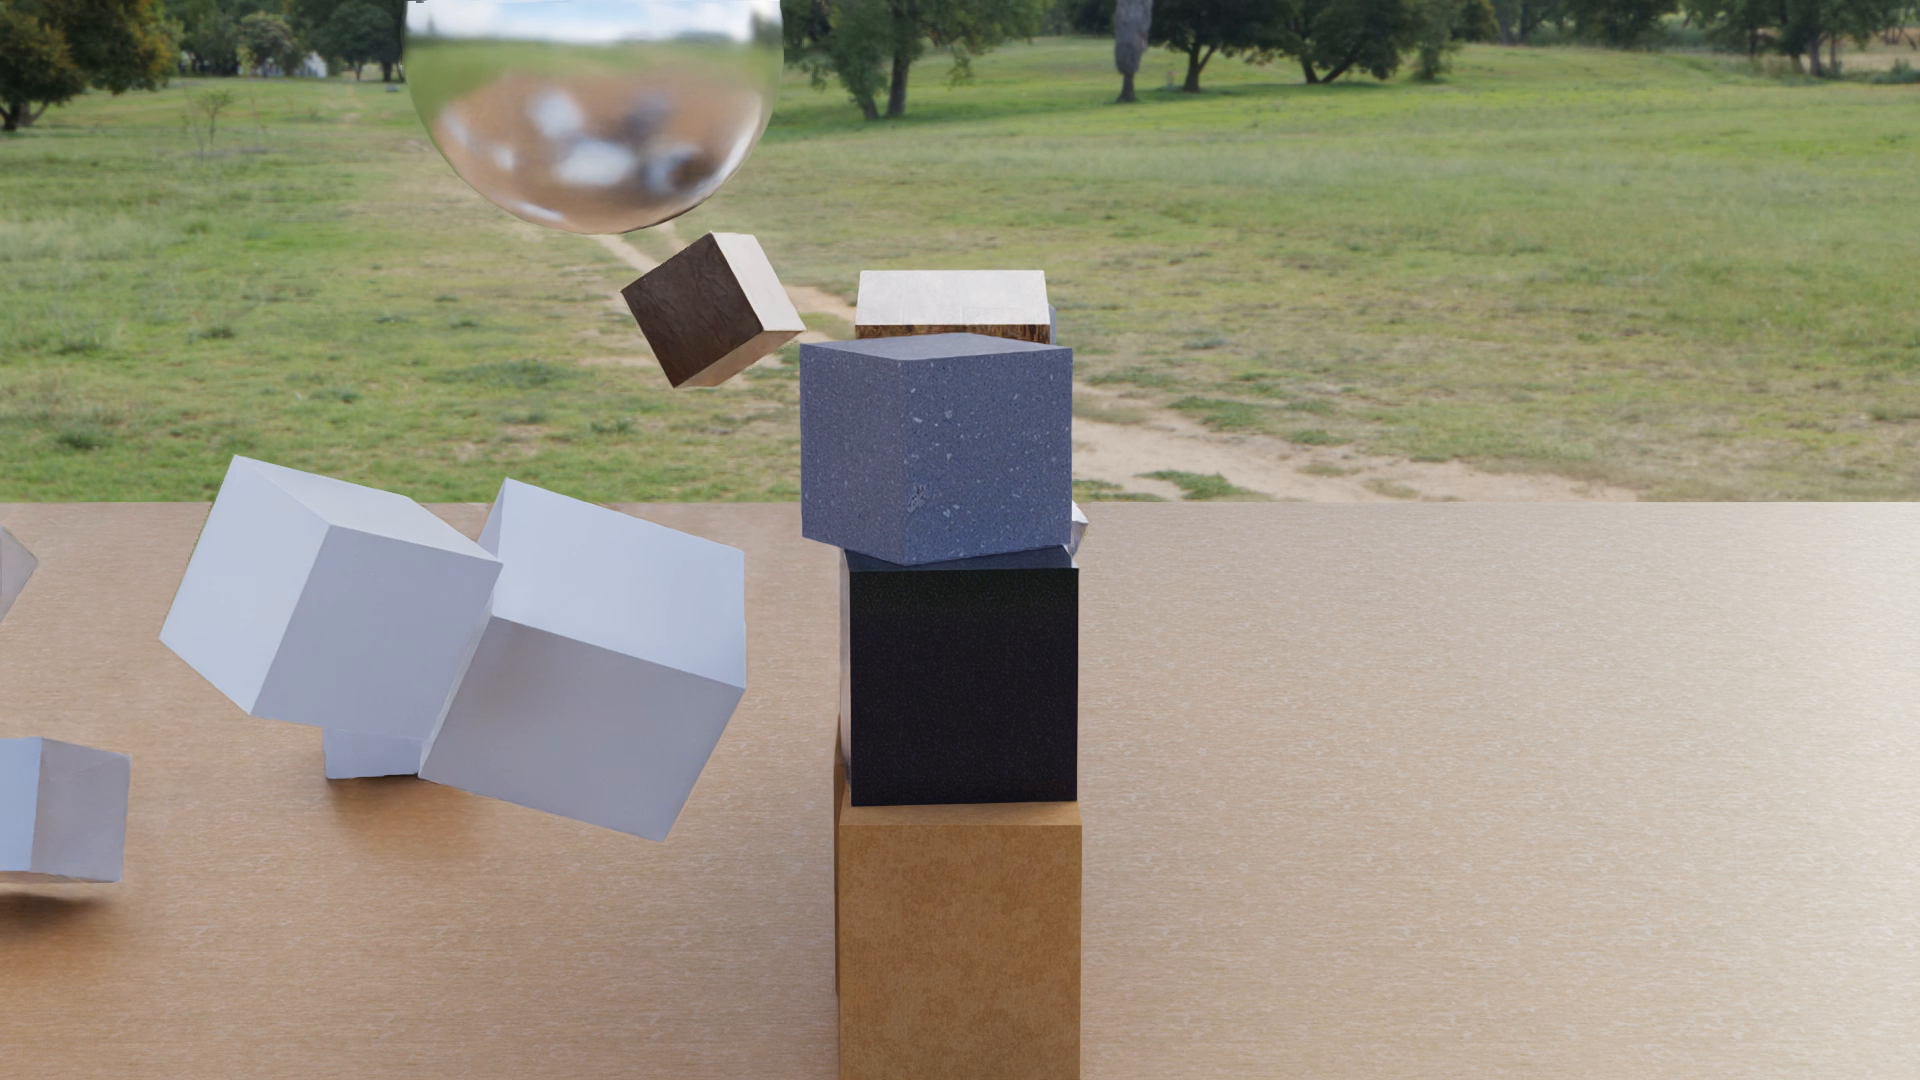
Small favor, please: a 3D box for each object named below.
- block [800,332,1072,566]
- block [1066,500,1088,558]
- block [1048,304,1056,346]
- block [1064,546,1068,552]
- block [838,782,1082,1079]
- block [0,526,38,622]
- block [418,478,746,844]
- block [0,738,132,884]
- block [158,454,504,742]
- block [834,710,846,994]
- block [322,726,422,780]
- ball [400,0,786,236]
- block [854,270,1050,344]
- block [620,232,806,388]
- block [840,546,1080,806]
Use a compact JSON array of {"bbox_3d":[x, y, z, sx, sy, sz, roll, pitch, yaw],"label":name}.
[{"bbox_3d":[-0.092,-0.357,9.507,0.739,0.729,0.702,-7,13,-34],"label":"block"},{"bbox_3d":[0.208,-0.055,14.419,0.677,0.601,0.623,10,27,-28],"label":"block"},{"bbox_3d":[0.005,-0.729,12.309,0.878,0.780,0.977,0,6,0],"label":"block"},{"bbox_3d":[-0.008,0.370,11.166,0.926,0.760,0.980,0,11,0],"label":"block"},{"bbox_3d":[0.001,1.372,9.407,0.844,0.934,0.857,0,10,0],"label":"block"},{"bbox_3d":[-4.797,0.177,11.782,0.644,0.723,0.622,25,-17,7],"label":"block"},{"bbox_3d":[-1.474,0.477,10.083,0.999,0.867,0.844,18,34,-18],"label":"block"},{"bbox_3d":[-3.966,1.157,10.902,0.551,0.550,0.627,-3,-12,17],"label":"block"},{"bbox_3d":[-2.205,0.213,9.013,0.624,0.706,0.774,30,8,38],"label":"block"},{"bbox_3d":[-0.046,1.228,10.267,0.893,0.910,0.869,0,10,-1],"label":"block"},{"bbox_3d":[-2.902,0.779,13.278,0.720,0.695,0.748,-3,11,-9],"label":"block"},{"bbox_3d":[-1.537,-2.089,10.801,1.600,1.600,1.600,0,10,0],"label":"ball"},{"bbox_3d":[-0.033,-0.609,11.292,0.817,0.963,0.810,0,22,0],"label":"block"},{"bbox_3d":[-1.233,-1.152,12.886,0.568,0.558,0.551,-30,-5,18],"label":"block"},{"bbox_3d":[-0.021,0.448,9.497,0.809,0.851,0.846,-1,10,-5],"label":"block"}]
